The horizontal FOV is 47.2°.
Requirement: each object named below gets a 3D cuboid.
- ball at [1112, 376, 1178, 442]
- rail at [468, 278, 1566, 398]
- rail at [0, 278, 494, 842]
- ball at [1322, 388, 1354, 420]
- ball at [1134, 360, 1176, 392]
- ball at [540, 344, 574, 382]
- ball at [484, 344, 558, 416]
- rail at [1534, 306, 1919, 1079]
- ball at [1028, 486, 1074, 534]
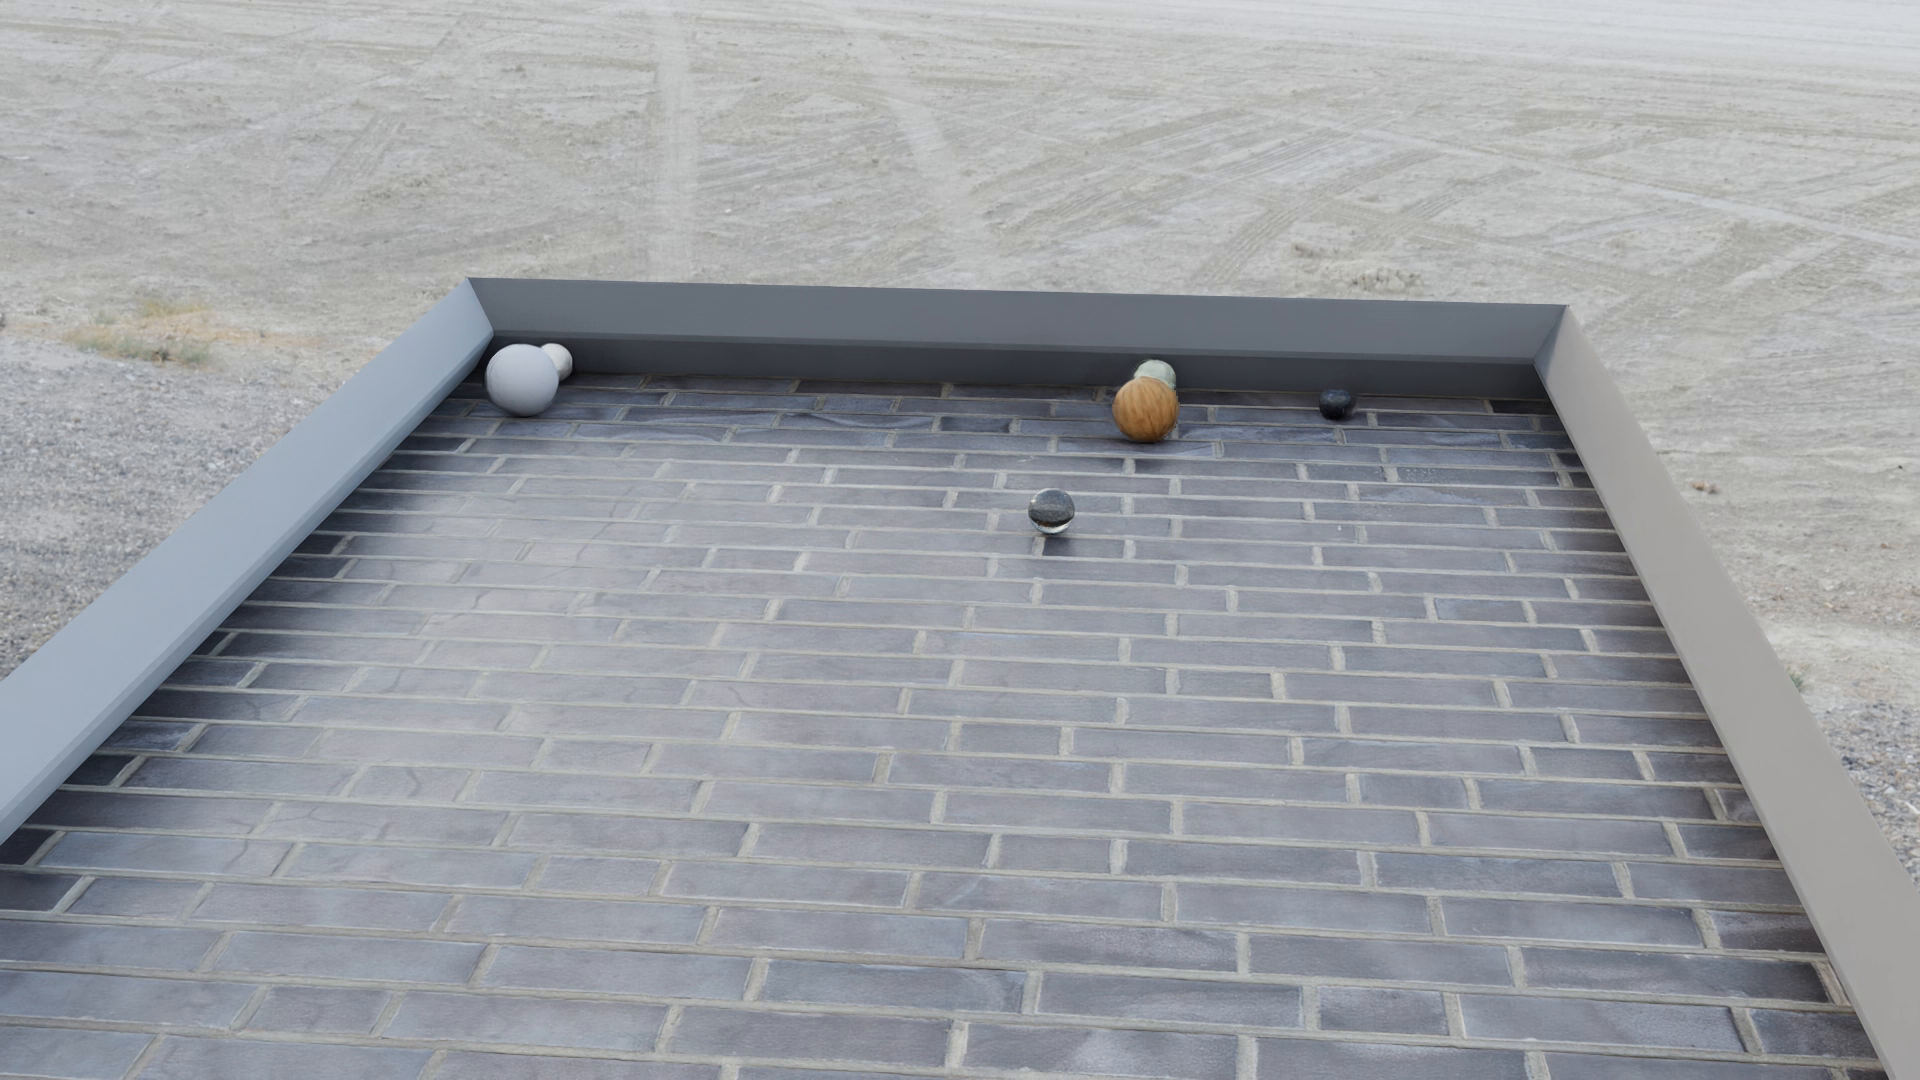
[{"bbox_3d":[0.228,-0.161,2.713,0.080,0.080,0.080,0,22,0],"label":"ball"},{"bbox_3d":[0.058,-0.261,2.899,1.456,0.126,0.045,2,22,5],"label":"rail"},{"bbox_3d":[-0.761,0.185,1.785,0.045,0.126,2.589,2,22,5],"label":"rail"},{"bbox_3d":[0.481,-0.173,2.795,0.041,0.041,0.041,0,22,0],"label":"ball"},{"bbox_3d":[0.254,-0.206,2.858,0.056,0.056,0.056,0,22,0],"label":"ball"},{"bbox_3d":[-0.543,-0.236,2.935,0.054,0.054,0.054,0,22,0],"label":"ball"},{"bbox_3d":[-0.559,-0.205,2.805,0.092,0.092,0.092,0,22,0],"label":"ball"},{"bbox_3d":[0.641,0.234,1.664,0.045,0.126,2.589,2,22,5],"label":"rail"},{"bbox_3d":[0.101,-0.032,2.430,0.052,0.052,0.052,0,22,0],"label":"ball"}]
